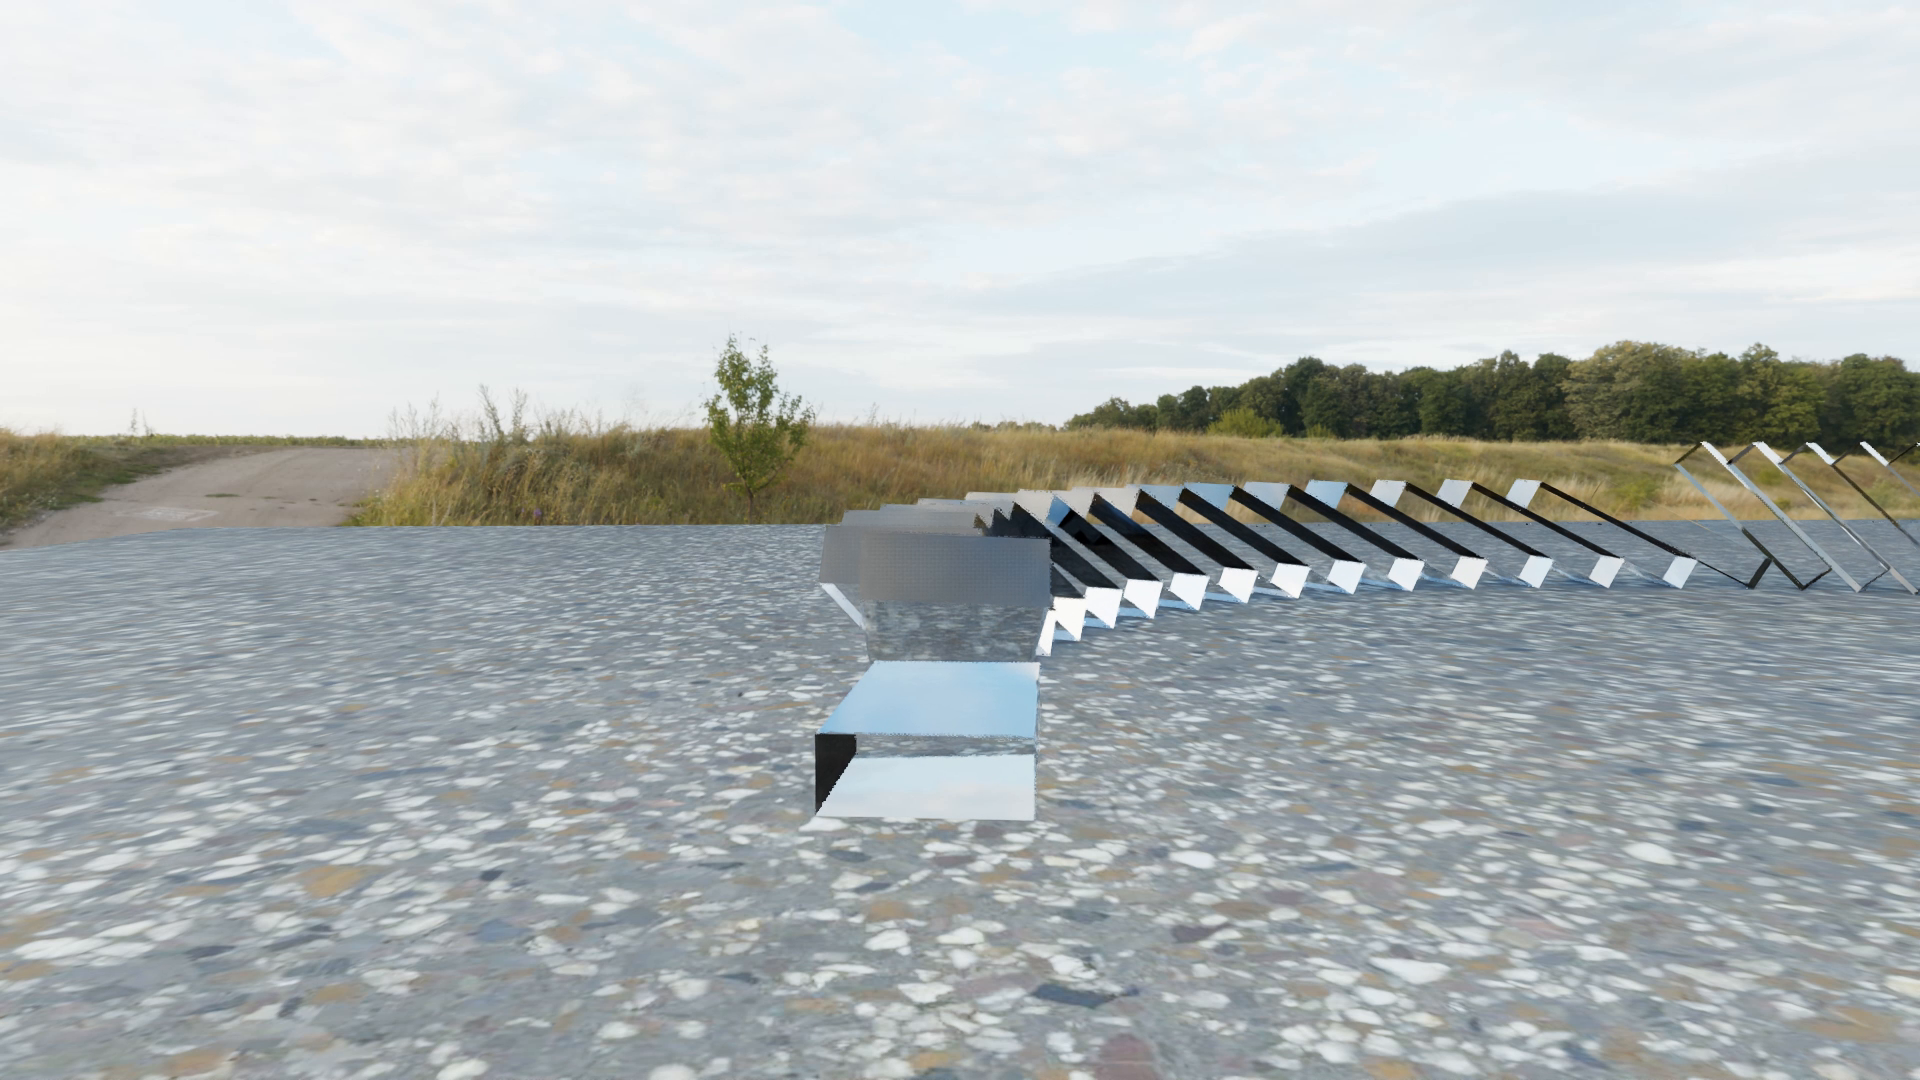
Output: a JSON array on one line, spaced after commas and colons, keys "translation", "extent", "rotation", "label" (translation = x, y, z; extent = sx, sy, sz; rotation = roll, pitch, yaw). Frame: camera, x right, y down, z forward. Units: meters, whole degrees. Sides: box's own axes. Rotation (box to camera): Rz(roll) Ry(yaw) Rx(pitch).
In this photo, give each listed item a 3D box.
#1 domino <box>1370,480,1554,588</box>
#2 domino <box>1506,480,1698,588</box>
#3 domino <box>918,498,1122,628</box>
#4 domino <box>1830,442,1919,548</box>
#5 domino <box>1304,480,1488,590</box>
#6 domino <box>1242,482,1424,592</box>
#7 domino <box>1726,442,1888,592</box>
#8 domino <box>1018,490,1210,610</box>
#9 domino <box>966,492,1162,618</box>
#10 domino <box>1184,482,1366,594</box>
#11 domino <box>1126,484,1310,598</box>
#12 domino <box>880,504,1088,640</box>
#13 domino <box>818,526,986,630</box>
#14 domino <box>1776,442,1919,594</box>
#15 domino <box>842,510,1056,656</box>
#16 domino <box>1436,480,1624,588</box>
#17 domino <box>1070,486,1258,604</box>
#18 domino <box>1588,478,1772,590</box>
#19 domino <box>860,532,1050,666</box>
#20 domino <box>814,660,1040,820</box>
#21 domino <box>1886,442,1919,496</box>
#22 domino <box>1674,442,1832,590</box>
[{"translation": [0.150, -0.002, 0.389], "extent": [0.050, 0.009, 0.025], "rotation": [27, 3, -4], "label": "domino"}, {"translation": [0.194, -0.002, 0.391], "extent": [0.050, 0.009, 0.025], "rotation": [28, 7, 5], "label": "domino"}, {"translation": [0.013, 0.006, 0.286], "extent": [0.025, 0.009, 0.050], "rotation": [3, -21, 37], "label": "domino"}, {"translation": [0.275, -0.006, 0.368], "extent": [0.025, 0.050, 0.009], "rotation": [-5, -37, -51], "label": "domino"}, {"translation": [0.129, -0.002, 0.384], "extent": [0.050, 0.010, 0.025], "rotation": [27, -1, -11], "label": "domino"}, {"translation": [0.108, -0.001, 0.376], "extent": [0.050, 0.009, 0.025], "rotation": [27, -4, -17], "label": "domino"}, {"translation": [0.254, -0.008, 0.384], "extent": [0.025, 0.050, 0.009], "rotation": [-5, -37, -51], "label": "domino"}, {"translation": [0.038, 0.003, 0.323], "extent": [0.025, 0.010, 0.050], "rotation": [5, -21, 47], "label": "domino"}, {"translation": [0.024, 0.004, 0.305], "extent": [0.025, 0.009, 0.050], "rotation": [4, -22, 41], "label": "domino"}, {"translation": [0.088, -0.001, 0.366], "extent": [0.050, 0.009, 0.025], "rotation": [28, -7, -22], "label": "domino"}, {"translation": [0.070, 0.000, 0.354], "extent": [0.050, 0.010, 0.025], "rotation": [29, -10, -27], "label": "domino"}, {"translation": [0.005, 0.007, 0.264], "extent": [0.025, 0.010, 0.050], "rotation": [2, -22, 28], "label": "domino"}, {"translation": [-0.004, 0.011, 0.219], "extent": [0.025, 0.009, 0.050], "rotation": [1, -21, 14], "label": "domino"}, {"translation": [0.266, -0.007, 0.377], "extent": [0.025, 0.050, 0.009], "rotation": [-5, -37, -51], "label": "domino"}, {"translation": [-0.001, 0.009, 0.242], "extent": [0.025, 0.009, 0.050], "rotation": [2, -22, 22], "label": "domino"}, {"translation": [0.172, -0.002, 0.391], "extent": [0.050, 0.009, 0.025], "rotation": [27, 5, 0], "label": "domino"}, {"translation": [0.053, 0.001, 0.339], "extent": [0.050, 0.010, 0.025], "rotation": [31, -15, -35], "label": "domino"}, {"translation": [0.218, -0.003, 0.392], "extent": [0.050, 0.009, 0.025], "rotation": [32, 16, 21], "label": "domino"}, {"translation": [-0.001, 0.013, 0.193], "extent": [0.025, 0.009, 0.050], "rotation": [2, -21, -1], "label": "domino"}, {"translation": [-0.002, 0.025, 0.171], "extent": [0.025, 0.009, 0.050], "rotation": [0, 4, 4], "label": "domino"}, {"translation": [0.285, -0.006, 0.360], "extent": [0.025, 0.050, 0.009], "rotation": [-5, -37, -51], "label": "domino"}, {"translation": [0.240, -0.008, 0.388], "extent": [0.009, 0.050, 0.025], "rotation": [-48, -23, 28], "label": "domino"}]
